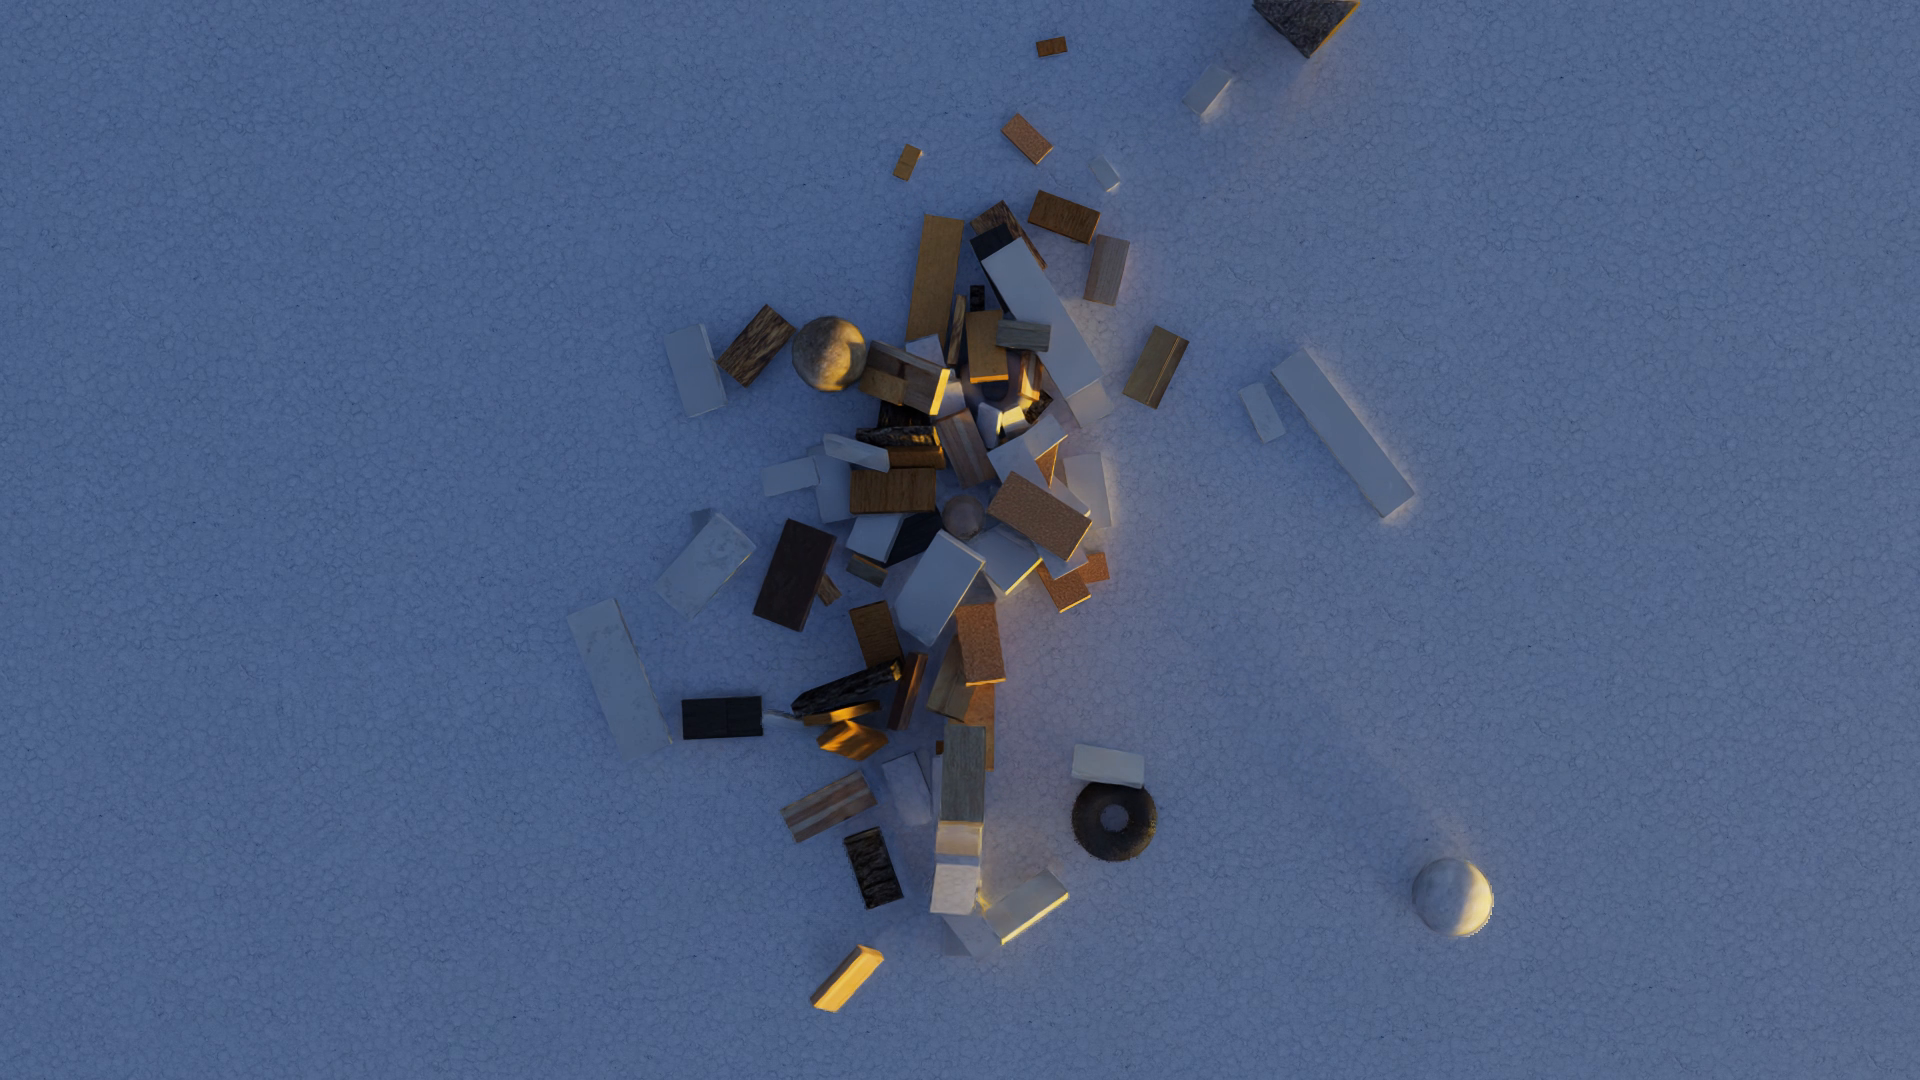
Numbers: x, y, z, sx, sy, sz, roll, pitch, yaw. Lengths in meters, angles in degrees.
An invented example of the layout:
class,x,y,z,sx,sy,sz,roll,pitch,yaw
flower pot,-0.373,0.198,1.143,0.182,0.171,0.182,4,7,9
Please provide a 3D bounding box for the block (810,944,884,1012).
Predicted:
class,x,y,z,sx,sy,sz,roll,pitch,yaw
block,-0.372,1.443,5.429,0.246,0.123,0.035,-49,50,6

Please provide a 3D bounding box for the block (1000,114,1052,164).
class,x,y,z,sx,sy,sz,roll,pitch,yaw
block,0.223,-1.334,5.489,0.162,0.023,0.081,44,90,0

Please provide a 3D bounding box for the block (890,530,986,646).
class,x,y,z,sx,sy,sz,roll,pitch,yaw
block,-0.080,0.158,5.403,0.177,0.050,0.354,34,112,5

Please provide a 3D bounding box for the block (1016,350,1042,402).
class,x,y,z,sx,sy,sz,roll,pitch,yaw
block,0.232,-0.539,5.421,0.077,0.022,0.155,21,67,-35

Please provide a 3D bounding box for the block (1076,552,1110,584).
class,x,y,z,sx,sy,sz,roll,pitch,yaw
block,0.400,0.103,5.487,0.182,0.026,0.091,-11,90,0

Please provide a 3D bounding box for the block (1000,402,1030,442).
class,x,y,z,sx,sy,sz,roll,pitch,yaw
block,0.181,-0.379,5.438,0.077,0.022,0.155,-25,135,0

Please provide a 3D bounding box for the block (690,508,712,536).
class,x,y,z,sx,sy,sz,roll,pitch,yaw
block,-0.850,-0.036,5.488,0.065,0.018,0.131,-14,90,5

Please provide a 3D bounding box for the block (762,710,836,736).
class,x,y,z,sx,sy,sz,roll,pitch,yaw
block,-0.524,0.608,5.439,0.242,0.121,0.034,12,90,0

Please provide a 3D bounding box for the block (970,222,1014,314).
class,x,y,z,sx,sy,sz,roll,pitch,yaw
block,0.148,-0.896,5.442,0.132,0.037,0.265,-26,92,0

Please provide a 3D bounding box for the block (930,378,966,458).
class,x,y,z,sx,sy,sz,roll,pitch,yaw
block,-0.033,-0.397,5.429,0.124,0.035,0.248,-13,112,2

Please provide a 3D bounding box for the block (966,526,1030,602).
class,x,y,z,sx,sy,sz,roll,pitch,yaw
block,0.125,0.079,5.473,0.114,0.032,0.229,-29,95,0

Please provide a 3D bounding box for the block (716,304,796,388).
class,x,y,z,sx,sy,sz,roll,pitch,yaw
block,-0.677,-0.644,5.482,0.129,0.036,0.257,41,90,0

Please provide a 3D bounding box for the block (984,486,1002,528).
class,x,y,z,sx,sy,sz,roll,pitch,yaw
block,0.127,-0.107,5.490,0.070,0.020,0.140,11,90,0

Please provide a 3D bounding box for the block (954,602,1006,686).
class,x,y,z,sx,sy,sz,roll,pitch,yaw
block,0.066,0.342,5.435,0.130,0.037,0.260,-7,73,-5

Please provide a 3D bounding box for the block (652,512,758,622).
class,x,y,z,sx,sy,sz,roll,pitch,yaw
block,-0.844,0.090,5.441,0.169,0.048,0.338,43,102,0

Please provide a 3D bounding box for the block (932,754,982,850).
class,x,y,z,sx,sy,sz,roll,pitch,yaw
block,-0.011,0.835,5.262,0.152,0.043,0.304,-1,100,0

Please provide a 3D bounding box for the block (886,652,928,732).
class,x,y,z,sx,sy,sz,roll,pitch,yaw
block,-0.172,0.497,5.432,0.037,0.130,0.260,16,90,14

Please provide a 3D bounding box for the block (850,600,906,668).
class,x,y,z,sx,sy,sz,roll,pitch,yaw
block,-0.269,0.332,5.451,0.123,0.035,0.247,-16,101,8

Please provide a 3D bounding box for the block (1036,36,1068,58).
class,x,y,z,sx,sy,sz,roll,pitch,yaw
block,0.306,-1.643,5.493,0.096,0.014,0.048,-12,90,0

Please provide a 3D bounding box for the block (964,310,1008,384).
class,x,y,z,sx,sy,sz,roll,pitch,yaw
block,0.087,-0.637,5.418,0.124,0.035,0.248,-5,66,2

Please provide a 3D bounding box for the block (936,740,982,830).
class,x,y,z,sx,sy,sz,roll,pitch,yaw
block,-0.006,0.805,5.403,0.152,0.043,0.304,1,59,0

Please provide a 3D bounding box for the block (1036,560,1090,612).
class,x,y,z,sx,sy,sz,roll,pitch,yaw
block,0.326,0.113,5.446,0.114,0.032,0.229,-27,75,-4

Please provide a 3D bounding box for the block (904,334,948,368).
class,x,y,z,sx,sy,sz,roll,pitch,yaw
block,-0.098,-0.557,5.440,0.113,0.032,0.227,-14,110,6

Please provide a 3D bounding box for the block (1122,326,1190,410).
class,x,y,z,sx,sy,sz,roll,pitch,yaw
block,0.650,-0.573,5.482,0.125,0.035,0.249,26,90,0

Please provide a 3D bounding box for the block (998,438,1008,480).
class,x,y,z,sx,sy,sz,roll,pitch,yaw
block,0.143,-0.264,5.466,0.020,0.070,0.140,-13,90,-35

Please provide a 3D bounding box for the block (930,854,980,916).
class,x,y,z,sx,sy,sz,roll,pitch,yaw
block,-0.018,1.089,5.208,0.134,0.038,0.267,5,133,-3

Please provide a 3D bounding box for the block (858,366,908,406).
class,x,y,z,sx,sy,sz,roll,pitch,yaw
block,-0.251,-0.506,5.392,0.172,0.024,0.086,23,105,32

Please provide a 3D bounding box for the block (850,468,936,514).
class,x,y,z,sx,sy,sz,roll,pitch,yaw
block,-0.220,-0.160,5.405,0.280,0.040,0.140,-1,79,15

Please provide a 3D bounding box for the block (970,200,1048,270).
class,x,y,z,sx,sy,sz,roll,pitch,yaw
block,0.162,-0.980,5.481,0.132,0.037,0.265,-34,90,0

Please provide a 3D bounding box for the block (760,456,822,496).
class,x,y,z,sx,sy,sz,roll,pitch,yaw
block,-0.563,-0.211,5.466,0.190,0.027,0.095,-13,90,13

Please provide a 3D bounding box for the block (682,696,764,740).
class,x,y,z,sx,sy,sz,roll,pitch,yaw
block,-0.788,0.590,5.481,0.262,0.037,0.131,-3,90,0

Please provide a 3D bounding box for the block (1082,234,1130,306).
class,x,y,z,sx,sy,sz,roll,pitch,yaw
block,0.487,-0.897,5.485,0.109,0.031,0.218,13,90,0

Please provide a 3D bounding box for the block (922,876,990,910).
class,x,y,z,sx,sy,sz,roll,pitch,yaw
block,-0.003,1.189,5.450,0.117,0.033,0.233,-42,90,0

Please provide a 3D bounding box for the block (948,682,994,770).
class,x,y,z,sx,sy,sz,roll,pitch,yaw
block,0.037,0.603,5.434,0.152,0.043,0.304,1,72,0

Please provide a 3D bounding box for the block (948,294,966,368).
class,x,y,z,sx,sy,sz,roll,pitch,yaw
block,-0.010,-0.687,5.443,0.032,0.113,0.227,8,90,0

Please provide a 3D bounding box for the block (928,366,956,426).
class,x,y,z,sx,sy,sz,roll,pitch,yaw
block,-0.055,-0.451,5.442,0.113,0.032,0.227,-10,112,1

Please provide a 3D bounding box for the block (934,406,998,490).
class,x,y,z,sx,sy,sz,roll,pitch,yaw
block,0.019,-0.300,5.433,0.124,0.035,0.248,-22,112,5

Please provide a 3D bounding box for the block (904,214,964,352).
class,x,y,z,sx,sy,sz,roll,pitch,yaw
block,-0.091,-0.810,5.481,0.132,0.037,0.524,9,90,0

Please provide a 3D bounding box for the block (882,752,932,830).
class,x,y,z,sx,sy,sz,roll,pitch,yaw
block,-0.164,0.832,5.483,0.117,0.033,0.233,-21,90,0

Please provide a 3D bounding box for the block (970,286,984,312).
class,x,y,z,sx,sy,sz,roll,pitch,yaw
block,0.058,-0.787,5.493,0.048,0.014,0.121,-1,90,0

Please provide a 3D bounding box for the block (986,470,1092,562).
class,x,y,z,sx,sy,sz,roll,pitch,yaw
block,0.256,-0.077,5.316,0.307,0.043,0.153,32,88,6

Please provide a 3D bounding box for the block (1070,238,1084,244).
class,x,y,z,sx,sy,sz,roll,pitch,yaw
block,0.397,-1.037,5.493,0.048,0.014,0.096,6,90,0

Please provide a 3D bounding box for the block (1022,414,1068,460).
class,x,y,z,sx,sy,sz,roll,pitch,yaw
block,0.254,-0.325,5.421,0.182,0.026,0.091,-38,83,-6

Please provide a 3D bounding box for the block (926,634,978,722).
class,x,y,z,sx,sy,sz,roll,pitch,yaw
block,-0.006,0.455,5.437,0.130,0.037,0.260,20,73,6

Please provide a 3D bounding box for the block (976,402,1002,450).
class,x,y,z,sx,sy,sz,roll,pitch,yaw
block,0.092,-0.372,5.415,0.077,0.155,0.022,27,47,21

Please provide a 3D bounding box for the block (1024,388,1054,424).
class,x,y,z,sx,sy,sz,roll,pitch,yaw
block,0.254,-0.444,5.492,0.056,0.016,0.112,42,90,0
